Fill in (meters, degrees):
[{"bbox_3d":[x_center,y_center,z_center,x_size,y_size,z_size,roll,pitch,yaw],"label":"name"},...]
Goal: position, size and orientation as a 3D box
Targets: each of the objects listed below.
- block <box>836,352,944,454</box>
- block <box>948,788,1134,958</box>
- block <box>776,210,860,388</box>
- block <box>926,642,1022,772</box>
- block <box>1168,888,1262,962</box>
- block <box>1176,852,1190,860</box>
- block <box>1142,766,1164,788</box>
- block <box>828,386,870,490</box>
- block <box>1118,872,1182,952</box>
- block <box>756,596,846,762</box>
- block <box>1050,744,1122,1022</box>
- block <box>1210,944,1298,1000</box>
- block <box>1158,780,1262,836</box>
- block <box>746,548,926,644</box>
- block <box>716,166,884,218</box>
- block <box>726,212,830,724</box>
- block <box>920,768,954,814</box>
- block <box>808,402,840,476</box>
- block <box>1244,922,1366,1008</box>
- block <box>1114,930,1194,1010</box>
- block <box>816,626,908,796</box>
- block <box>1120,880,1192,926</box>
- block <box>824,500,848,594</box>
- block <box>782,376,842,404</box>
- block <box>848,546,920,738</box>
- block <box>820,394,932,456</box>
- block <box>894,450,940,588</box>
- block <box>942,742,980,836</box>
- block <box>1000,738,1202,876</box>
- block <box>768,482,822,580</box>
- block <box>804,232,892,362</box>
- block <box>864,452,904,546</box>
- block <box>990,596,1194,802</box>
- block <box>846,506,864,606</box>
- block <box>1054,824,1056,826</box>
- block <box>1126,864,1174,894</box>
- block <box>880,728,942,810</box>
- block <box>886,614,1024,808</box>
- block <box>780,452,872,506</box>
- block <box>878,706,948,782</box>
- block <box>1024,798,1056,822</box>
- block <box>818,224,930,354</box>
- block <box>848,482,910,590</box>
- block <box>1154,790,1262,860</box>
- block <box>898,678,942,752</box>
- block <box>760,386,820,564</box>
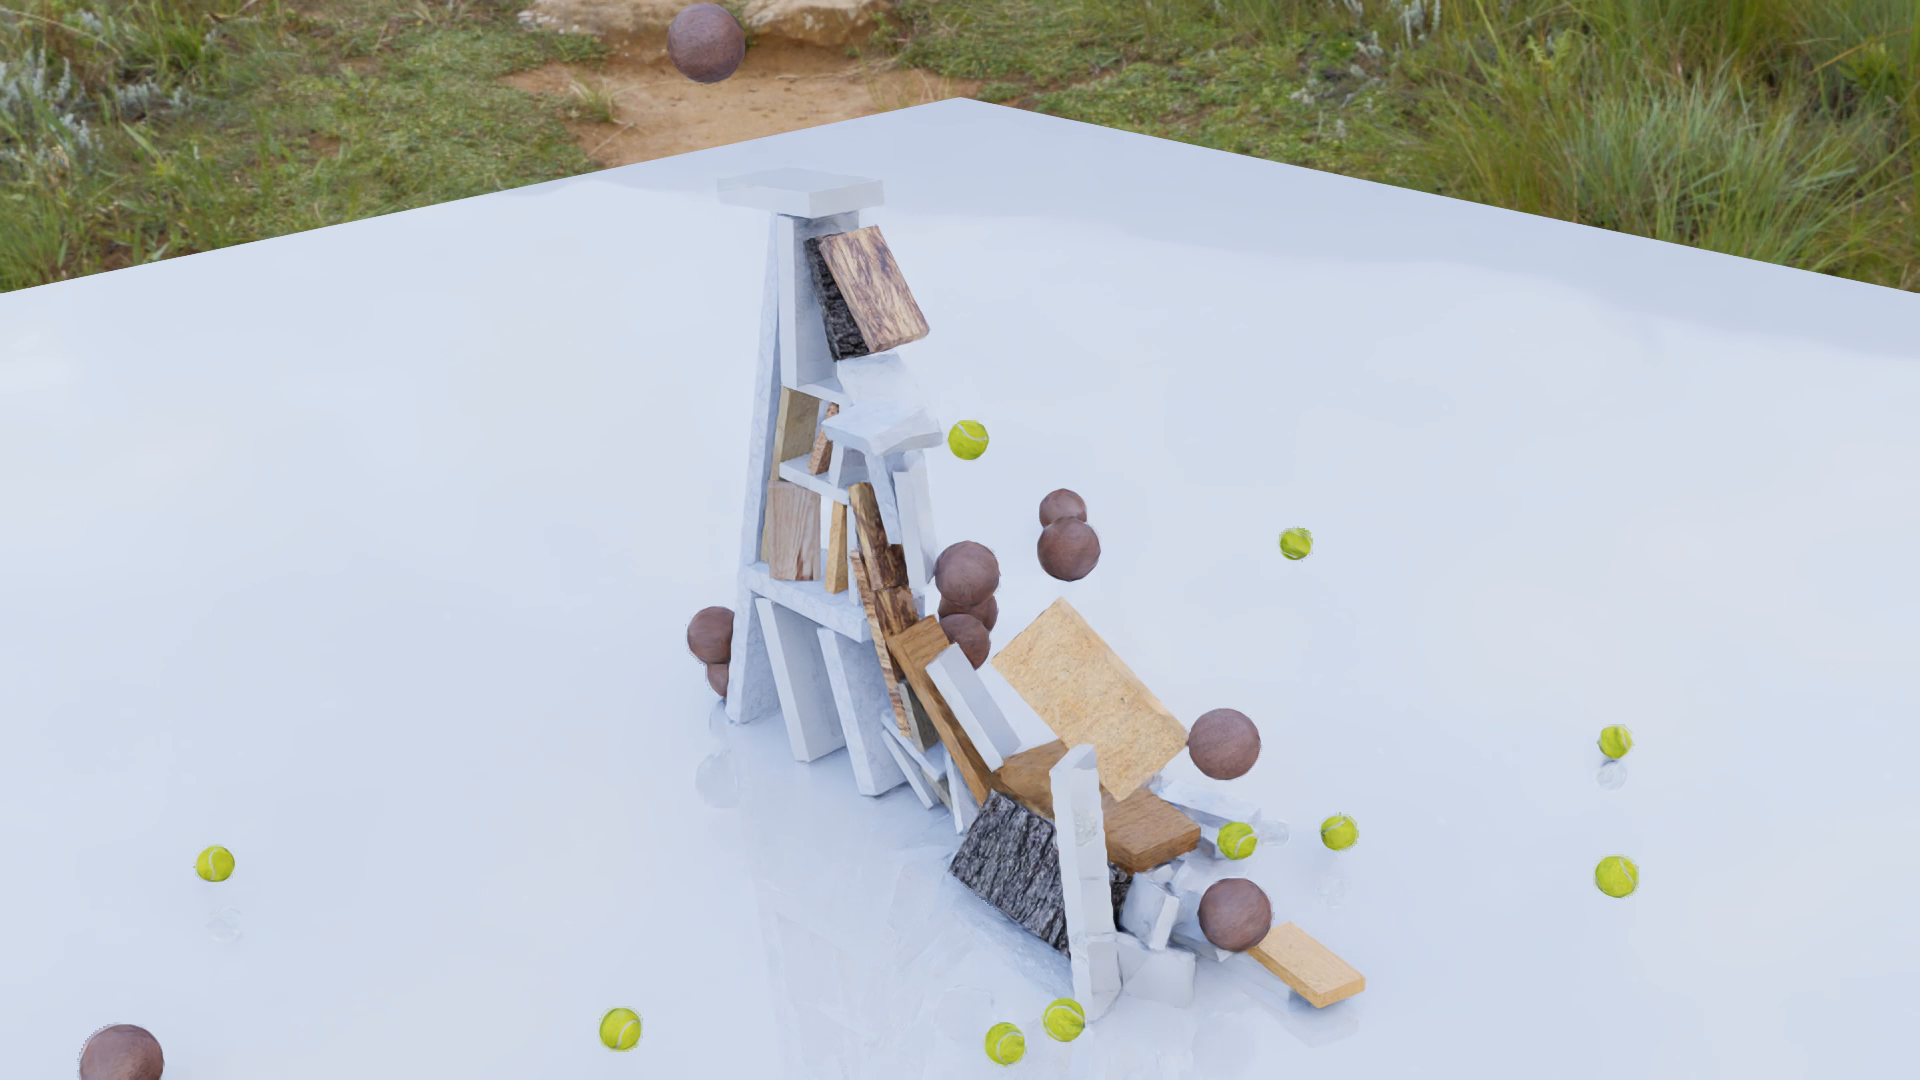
[{"bbox_3d":[-0.133,-0.259,4.144,0.123,0.035,0.246,-9,45,-21],"label":"block"},{"bbox_3d":[0.145,0.618,4.064,0.050,0.178,0.356,28,1,-45],"label":"block"},{"bbox_3d":[-0.274,-0.483,4.311,0.169,0.338,0.048,-21,31,-40],"label":"block"},{"bbox_3d":[0.027,0.328,4.329,0.034,0.241,0.121,-31,3,22],"label":"block"},{"bbox_3d":[0.443,0.698,3.993,0.103,0.029,0.206,-29,21,-24],"label":"block"},{"bbox_3d":[0.346,0.570,4.313,0.202,0.029,0.101,25,7,39],"label":"block"},{"bbox_3d":[0.340,0.478,4.517,0.117,0.033,0.234,1,11,17],"label":"block"},{"bbox_3d":[-0.183,-0.217,4.301,0.123,0.246,0.035,-20,51,-30],"label":"block"},{"bbox_3d":[0.333,0.653,3.874,0.027,0.095,0.190,19,-1,-13],"label":"block"},{"bbox_3d":[-0.309,0.270,4.669,0.179,0.357,0.051,-21,13,-41],"label":"block"},{"bbox_3d":[0.217,0.589,3.772,0.033,0.464,0.117,1,18,27],"label":"block"},{"bbox_3d":[0.542,0.751,3.952,0.103,0.029,0.206,-20,30,-39],"label":"block"},{"bbox_3d":[0.493,0.532,4.373,0.190,0.027,0.095,15,22,24],"label":"block"},{"bbox_3d":[-0.258,0.105,4.539,0.179,0.051,0.357,-21,32,-40],"label":"block"},{"bbox_3d":[-0.314,-0.680,4.290,0.169,0.048,0.337,-17,22,-34],"label":"block"},{"bbox_3d":[-0.364,-0.139,4.583,0.169,1.184,0.048,-20,40,-40],"label":"block"},{"bbox_3d":[0.009,0.511,4.439,0.092,0.026,0.184,-14,47,-33],"label":"block"},{"bbox_3d":[-0.242,-0.212,4.385,0.087,0.175,0.025,-21,56,-41],"label":"block"},{"bbox_3d":[0.608,0.748,3.885,0.103,0.029,0.206,-13,26,-28],"label":"block"},{"bbox_3d":[0.314,0.751,3.864,0.198,0.099,0.028,13,27,27],"label":"block"},{"bbox_3d":[-0.169,0.327,4.538,0.179,0.357,0.051,-22,12,-42],"label":"block"},{"bbox_3d":[0.352,0.670,4.055,0.099,0.028,0.198,-20,12,-5],"label":"block"},{"bbox_3d":[-0.217,0.000,4.453,0.105,0.210,0.030,-21,41,-40],"label":"block"},{"bbox_3d":[-0.262,-0.309,4.365,0.175,0.025,0.087,21,31,39],"label":"block"},{"bbox_3d":[-0.123,0.191,4.402,0.030,0.407,0.104,4,27,44],"label":"block"},{"bbox_3d":[-0.153,-0.209,3.952,0.118,0.034,0.237,-30,20,-16],"label":"block"},{"bbox_3d":[-0.084,-0.041,4.250,0.034,0.241,0.121,-3,22,13],"label":"block"},{"bbox_3d":[0.017,0.493,4.391,0.077,0.022,0.229,16,44,-29],"label":"block"},{"bbox_3d":[0.266,0.503,4.200,0.178,0.050,0.363,-15,35,-39],"label":"block"},{"bbox_3d":[-0.336,-0.018,4.488,0.105,0.210,0.030,2,29,0],"label":"block"},{"bbox_3d":[-0.214,-0.471,4.228,0.118,0.237,0.034,-15,2,-30],"label":"block"},{"bbox_3d":[-0.135,-0.127,4.228,0.035,0.247,0.123,-4,33,16],"label":"block"},{"bbox_3d":[0.242,0.295,4.074,0.356,0.178,0.050,47,24,2],"label":"block"},{"bbox_3d":[-0.174,0.020,4.412,0.104,0.209,0.030,-17,28,-35],"label":"block"},{"bbox_3d":[0.186,0.576,4.221,0.202,0.029,0.101,-12,9,-5],"label":"block"},{"bbox_3d":[0.298,0.636,4.122,0.099,0.028,0.198,-17,4,-35],"label":"block"},{"bbox_3d":[-0.078,0.453,4.506,0.092,0.026,0.184,-23,75,-42],"label":"block"},{"bbox_3d":[0.006,0.360,4.371,0.034,0.431,0.121,-30,0,42],"label":"block"},{"bbox_3d":[-0.255,-0.126,4.436,0.105,0.030,0.210,-21,32,-40],"label":"block"},{"bbox_3d":[-0.071,0.404,4.480,0.092,0.026,0.184,-23,59,-40],"label":"block"},{"bbox_3d":[0.224,0.528,4.404,0.101,0.029,0.202,17,11,34],"label":"block"},{"bbox_3d":[-0.162,-0.474,4.147,0.118,0.237,0.034,-19,-16,-28],"label":"block"},{"bbox_3d":[-0.150,-0.010,4.314,0.030,0.209,0.104,-19,-8,41],"label":"block"},{"bbox_3d":[0.479,0.560,4.384,0.117,0.033,0.234,-9,24,-33],"label":"block"},{"bbox_3d":[-0.074,0.340,4.424,0.022,0.154,0.077,3,26,42],"label":"block"},{"bbox_3d":[-0.348,-0.140,4.521,0.087,0.414,0.025,-21,43,-41],"label":"block"}]
